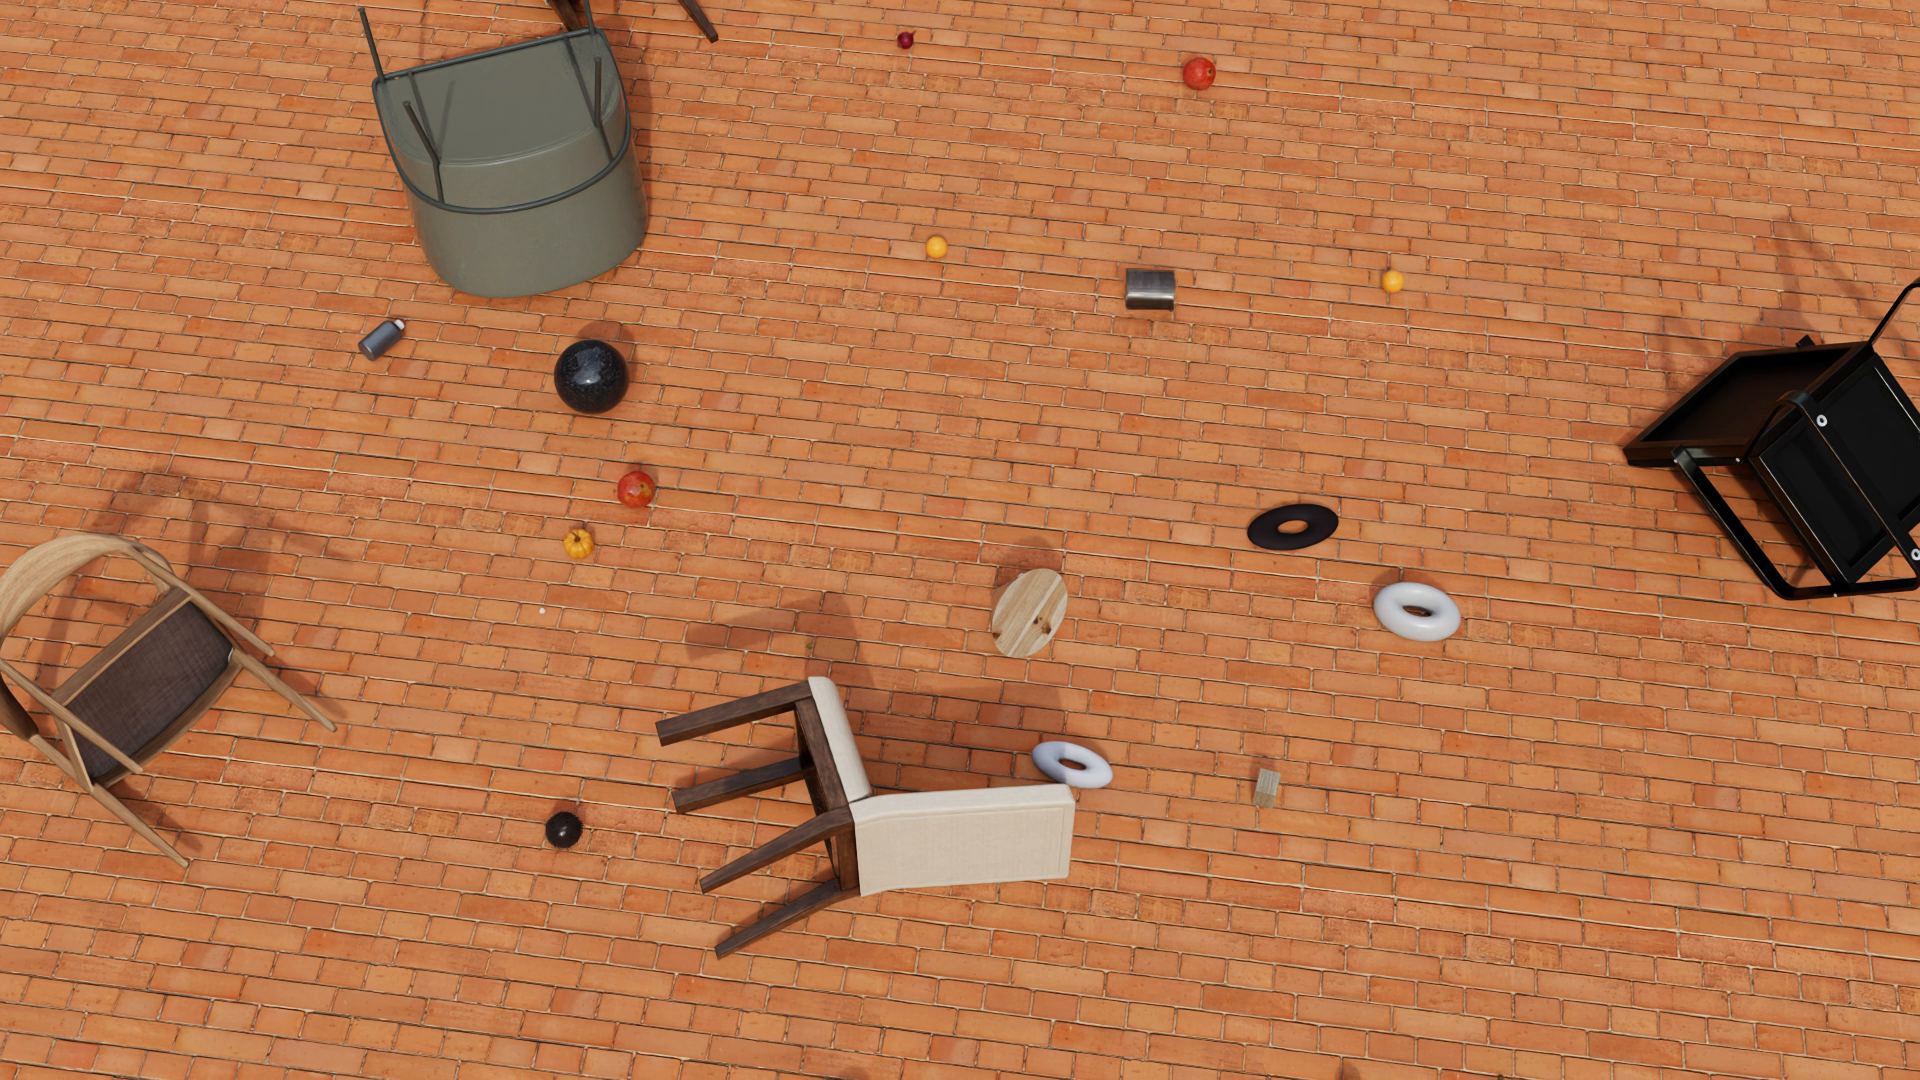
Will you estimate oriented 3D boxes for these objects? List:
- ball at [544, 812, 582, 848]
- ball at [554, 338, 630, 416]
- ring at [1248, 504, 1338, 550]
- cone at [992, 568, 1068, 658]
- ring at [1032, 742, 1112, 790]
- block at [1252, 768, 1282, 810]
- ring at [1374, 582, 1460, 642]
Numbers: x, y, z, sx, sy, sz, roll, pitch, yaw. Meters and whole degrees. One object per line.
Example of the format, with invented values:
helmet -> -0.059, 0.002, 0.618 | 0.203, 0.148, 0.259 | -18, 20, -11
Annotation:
ball -> -1.079, 0.789, 5.984 | 0.100, 0.100, 0.100 | 0, 56, 0
ball -> -1.133, -0.502, 6.770 | 0.234, 0.234, 0.234 | 0, 56, 0
ring -> 0.996, -0.039, 6.576 | 0.285, 0.040, 0.152 | -11, 58, -8
cone -> 0.146, 0.181, 6.388 | 0.280, 0.239, 0.209 | -56, 36, -4
ring -> 0.312, 0.626, 6.113 | 0.237, 0.070, 0.116 | 18, 56, 10
block -> 0.845, 0.686, 6.063 | 0.058, 0.083, 0.072 | 14, 57, 9
ring -> 1.326, 0.208, 6.379 | 0.255, 0.093, 0.175 | 15, 56, 11
